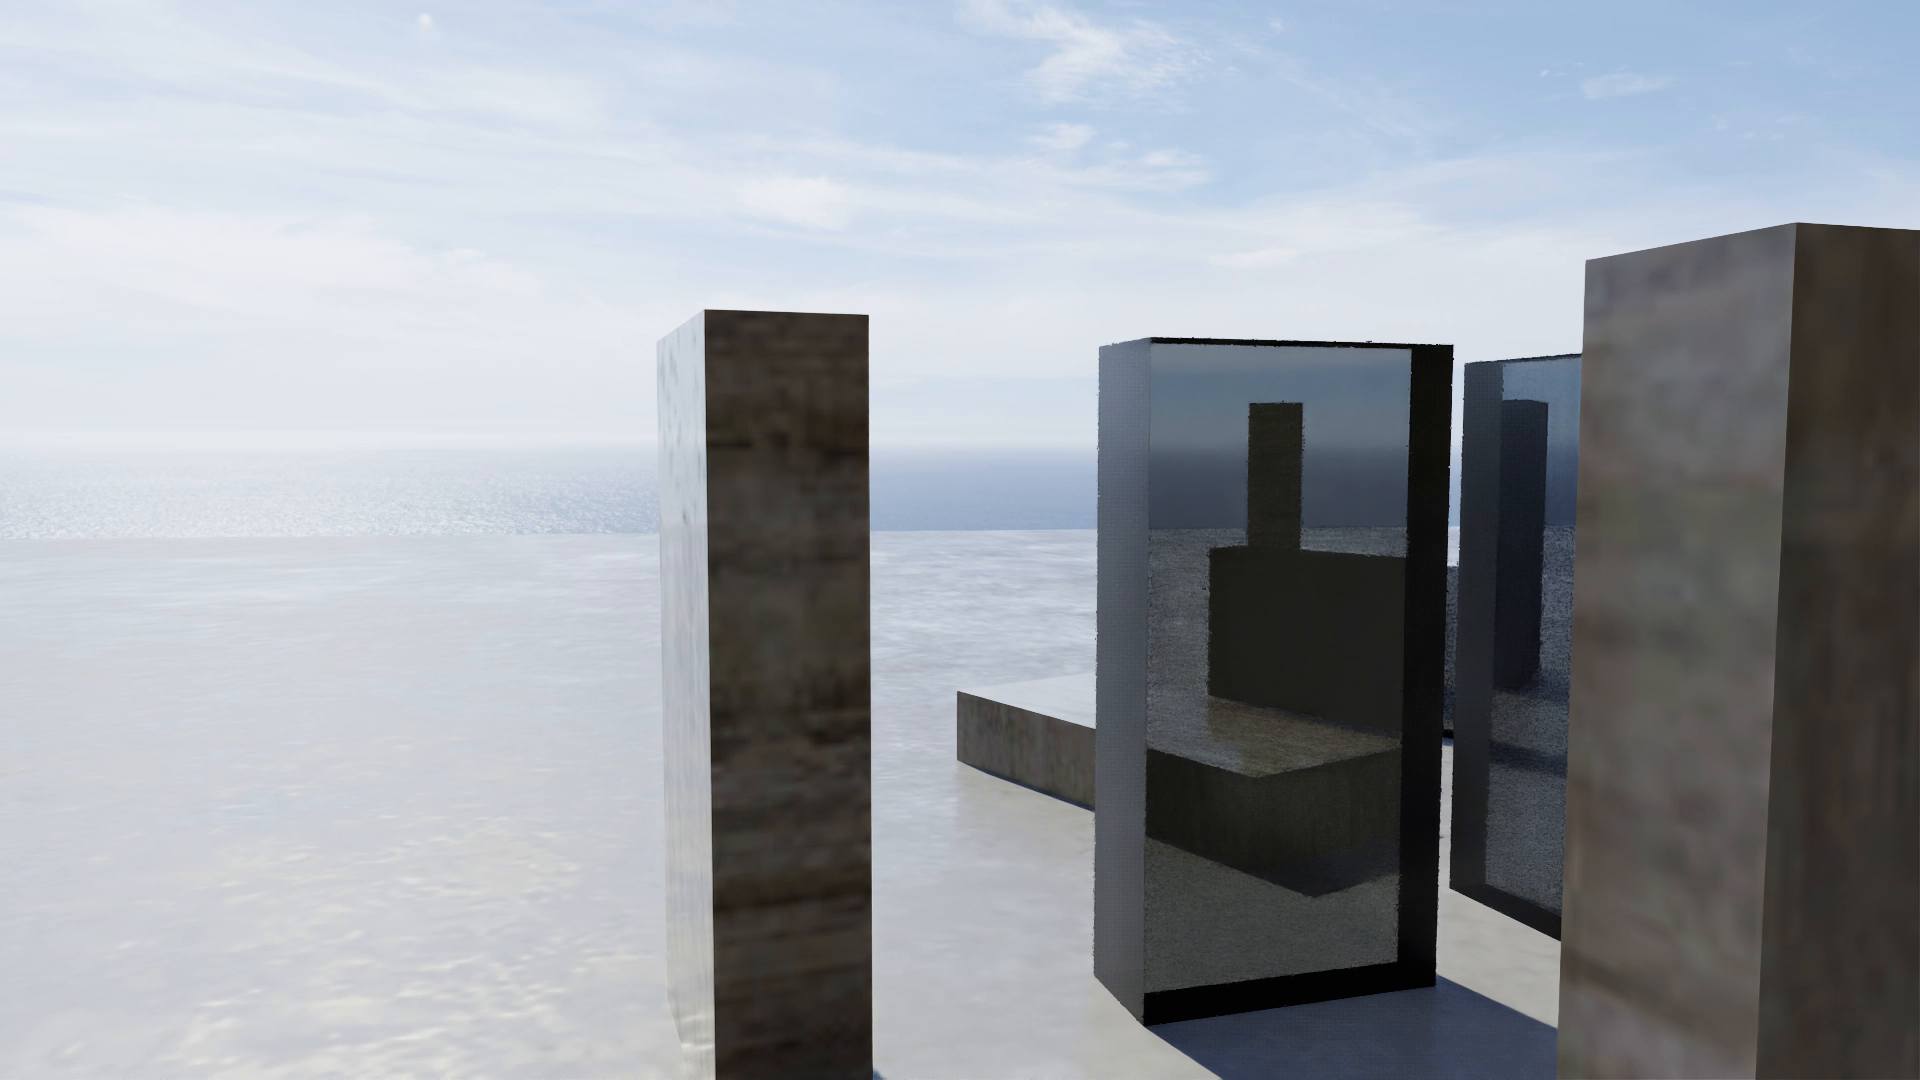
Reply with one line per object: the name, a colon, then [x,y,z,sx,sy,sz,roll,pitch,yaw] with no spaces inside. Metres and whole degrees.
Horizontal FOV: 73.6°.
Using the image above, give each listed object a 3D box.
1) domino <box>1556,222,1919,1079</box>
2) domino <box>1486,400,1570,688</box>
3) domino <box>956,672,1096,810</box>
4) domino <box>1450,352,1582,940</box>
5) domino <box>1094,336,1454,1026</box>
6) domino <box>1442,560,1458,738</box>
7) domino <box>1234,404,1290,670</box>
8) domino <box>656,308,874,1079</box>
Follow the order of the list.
domino: [0.039,0.014,0.053,0.025,0.050,0.010,-1,4,-17]
domino: [0.105,0.000,0.236,0.009,0.050,0.025,3,5,31]
domino: [0.024,0.026,0.159,0.025,0.010,0.050,-3,5,-35]
domino: [0.055,0.009,0.111,0.009,0.050,0.025,-1,5,-19]
domino: [0.024,0.010,0.100,0.025,0.050,0.009,-1,4,-16]
domino: [0.060,0.015,0.205,0.009,0.025,0.050,-4,6,-40]
domino: [0.059,-0.001,0.253,0.010,0.050,0.025,1,4,12]
domino: [-0.014,0.011,0.087,0.009,0.050,0.025,-1,5,-19]
